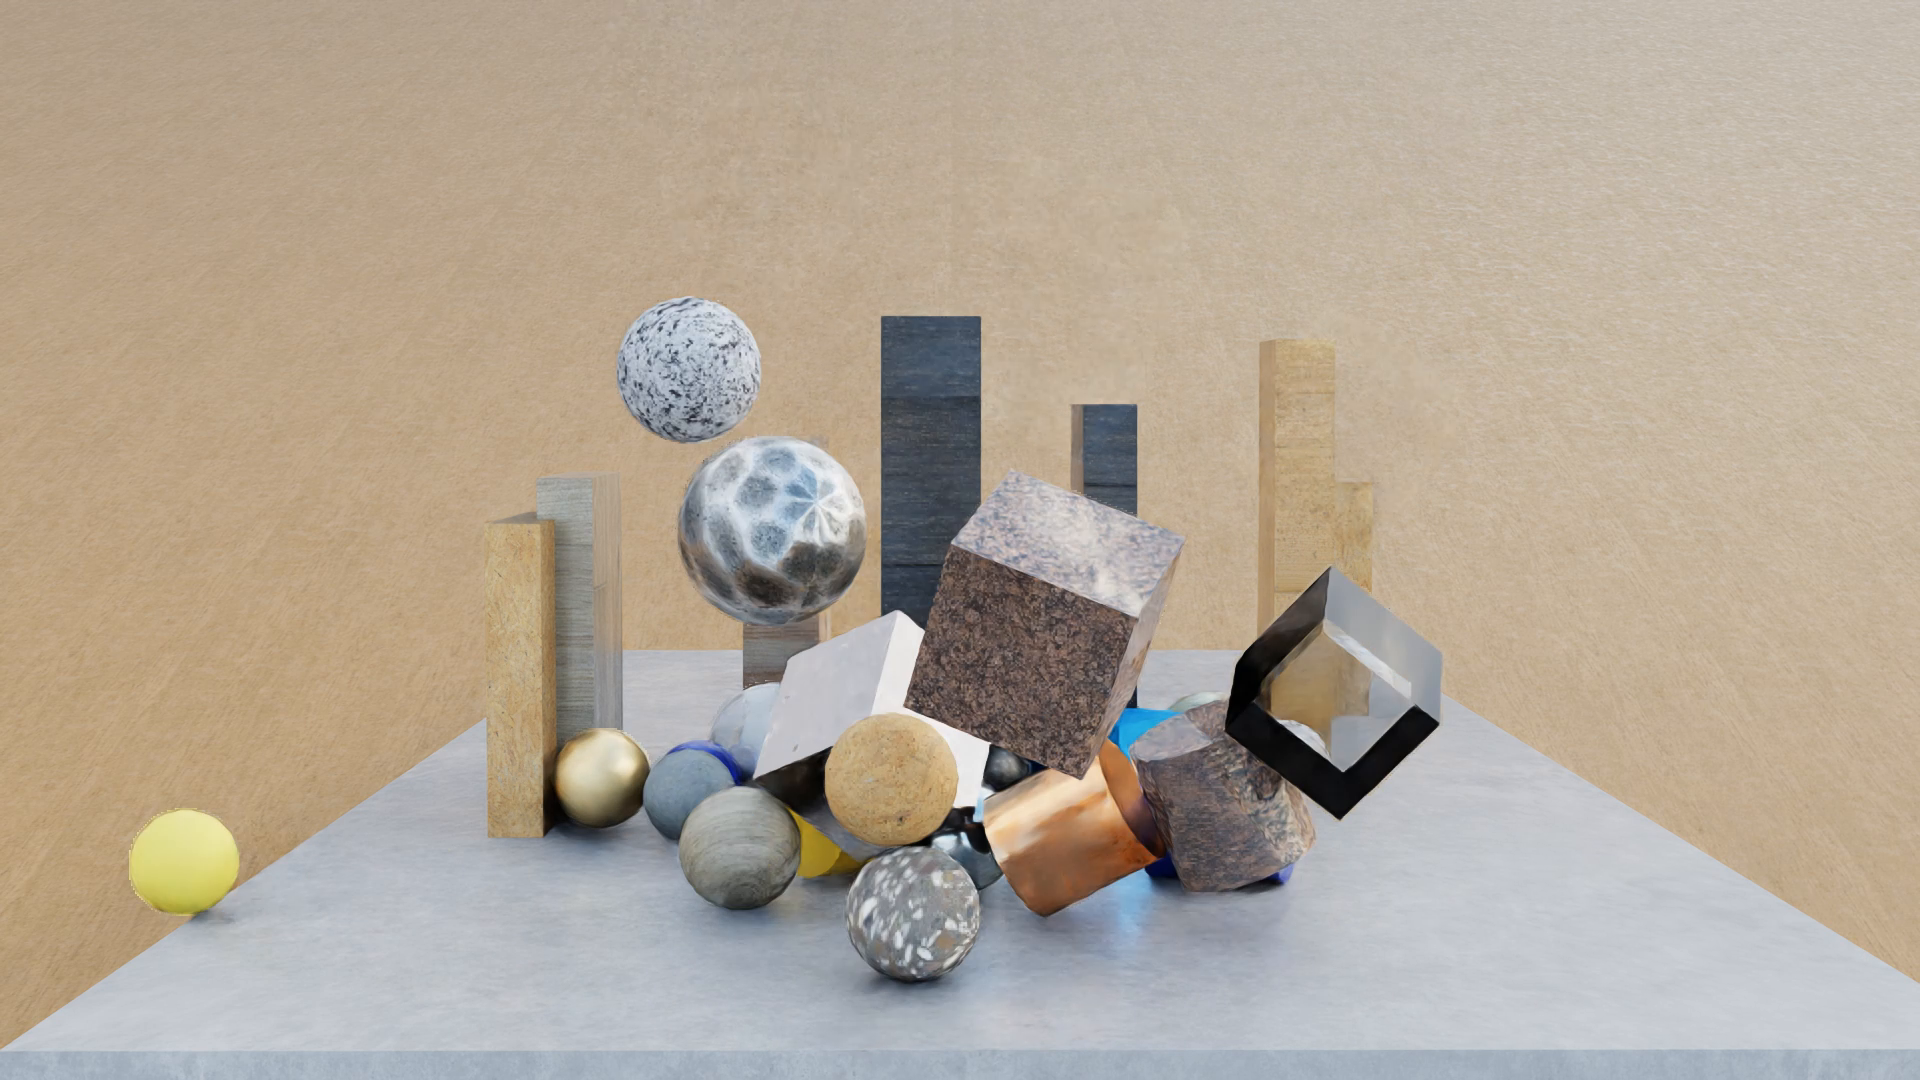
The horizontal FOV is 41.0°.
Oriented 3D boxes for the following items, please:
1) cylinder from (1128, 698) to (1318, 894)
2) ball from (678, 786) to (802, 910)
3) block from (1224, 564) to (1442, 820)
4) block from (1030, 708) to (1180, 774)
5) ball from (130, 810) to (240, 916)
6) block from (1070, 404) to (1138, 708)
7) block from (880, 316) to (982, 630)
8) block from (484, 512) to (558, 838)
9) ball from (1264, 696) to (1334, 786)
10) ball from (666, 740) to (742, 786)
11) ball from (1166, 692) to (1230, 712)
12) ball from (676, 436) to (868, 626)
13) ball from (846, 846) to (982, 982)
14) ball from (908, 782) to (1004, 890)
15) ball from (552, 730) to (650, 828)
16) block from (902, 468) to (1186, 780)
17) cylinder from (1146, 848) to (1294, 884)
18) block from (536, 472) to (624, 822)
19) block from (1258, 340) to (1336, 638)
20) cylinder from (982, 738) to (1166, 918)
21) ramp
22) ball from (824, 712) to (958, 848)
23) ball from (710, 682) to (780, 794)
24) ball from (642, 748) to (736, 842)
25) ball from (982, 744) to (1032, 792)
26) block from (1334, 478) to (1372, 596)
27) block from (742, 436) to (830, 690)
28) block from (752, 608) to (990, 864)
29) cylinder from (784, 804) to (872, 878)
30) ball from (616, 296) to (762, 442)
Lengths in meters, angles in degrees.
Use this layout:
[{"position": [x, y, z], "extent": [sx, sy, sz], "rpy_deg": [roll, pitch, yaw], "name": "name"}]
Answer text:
[{"position": [0.316, 0.305, 3.091], "extent": [0.176, 0.176, 0.176], "rpy_deg": [-22, 10, 4], "name": "cylinder"}, {"position": [-0.275, 0.387, 3.225], "extent": [0.154, 0.154, 0.154], "rpy_deg": [0, 21, 0], "name": "ball"}, {"position": [0.435, 0.176, 2.983], "extent": [0.172, 0.172, 0.172], "rpy_deg": [38, 27, -7], "name": "block"}, {"position": [0.200, 0.344, 3.745], "extent": [0.181, 0.181, 0.181], "rpy_deg": [2, 4, 35], "name": "block"}, {"position": [-0.964, 0.401, 3.197], "extent": [0.130, 0.130, 0.130], "rpy_deg": [0, 21, 0], "name": "ball"}, {"position": [0.225, 0.100, 4.076], "extent": [0.081, 0.631, 0.445], "rpy_deg": [0, 3, 0], "name": "block"}, {"position": [-0.043, 0.037, 4.035], "extent": [0.149, 0.762, 0.384], "rpy_deg": [0, 3, 0], "name": "block"}, {"position": [-0.650, 0.195, 3.941], "extent": [0.081, 0.459, 0.397], "rpy_deg": [0, 3, 0], "name": "block"}, {"position": [0.416, 0.256, 3.265], "extent": [0.118, 0.118, 0.118], "rpy_deg": [0, 21, 0], "name": "ball"}, {"position": [-0.392, 0.364, 3.852], "extent": [0.130, 0.130, 0.130], "rpy_deg": [0, 21, 0], "name": "ball"}, {"position": [0.389, 0.328, 4.029], "extent": [0.181, 0.181, 0.181], "rpy_deg": [0, 21, 0], "name": "ball"}, {"position": [-0.180, -0.009, 2.470], "extent": [0.183, 0.183, 0.183], "rpy_deg": [0, 21, 0], "name": "ball"}, {"position": [-0.051, 0.411, 2.829], "extent": [0.150, 0.150, 0.150], "rpy_deg": [0, 21, 0], "name": "ball"}, {"position": [0.002, 0.384, 3.333], "extent": [0.148, 0.148, 0.148], "rpy_deg": [0, 21, 0], "name": "ball"}, {"position": [-0.526, 0.350, 3.773], "extent": [0.144, 0.144, 0.144], "rpy_deg": [0, 21, 0], "name": "ball"}, {"position": [0.086, 0.082, 2.587], "extent": [0.194, 0.194, 0.194], "rpy_deg": [22, 29, 10], "name": "block"}, {"position": [0.347, 0.362, 3.423], "extent": [0.180, 0.180, 0.180], "rpy_deg": [1, 20, 18], "name": "cylinder"}, {"position": [-0.594, 0.158, 4.041], "extent": [0.084, 0.521, 0.334], "rpy_deg": [0, 3, 0], "name": "block"}, {"position": [0.589, 0.021, 4.520], "extent": [0.101, 0.740, 0.242], "rpy_deg": [0, 3, 0], "name": "block"}, {"position": [0.141, 0.353, 3.160], "extent": [0.165, 0.165, 0.165], "rpy_deg": [-29, 15, 15], "name": "cylinder"}, {"position": [0.049, 0.441, 4.532], "extent": [2.000, 0.100, 4.000], "rpy_deg": [0, 3, 0], "name": "ramp"}, {"position": [-0.076, 0.265, 2.846], "extent": [0.149, 0.149, 0.149], "rpy_deg": [0, 21, 0], "name": "ball"}, {"position": [-0.288, 0.322, 3.979], "extent": [0.201, 0.201, 0.201], "rpy_deg": [0, 21, 0], "name": "ball"}, {"position": [-0.390, 0.369, 3.713], "extent": [0.135, 0.135, 0.135], "rpy_deg": [0, 21, 0], "name": "ball"}, {"position": [0.014, 0.339, 3.654], "extent": [0.181, 0.181, 0.181], "rpy_deg": [0, 21, 0], "name": "ball"}, {"position": [0.821, 0.102, 5.525], "extent": [0.087, 0.464, 0.269], "rpy_deg": [0, 3, 0], "name": "block"}, {"position": [-0.302, 0.106, 4.515], "extent": [0.128, 0.571, 0.393], "rpy_deg": [0, 3, 0], "name": "block"}, {"position": [-0.103, 0.251, 3.270], "extent": [0.199, 0.199, 0.199], "rpy_deg": [-25, 36, 36], "name": "block"}, {"position": [-0.153, 0.374, 3.443], "extent": [0.146, 0.146, 0.146], "rpy_deg": [19, 12, 41], "name": "cylinder"}, {"position": [-0.299, -0.188, 2.832], "extent": [0.160, 0.160, 0.160], "rpy_deg": [0, 21, 0], "name": "ball"}]
